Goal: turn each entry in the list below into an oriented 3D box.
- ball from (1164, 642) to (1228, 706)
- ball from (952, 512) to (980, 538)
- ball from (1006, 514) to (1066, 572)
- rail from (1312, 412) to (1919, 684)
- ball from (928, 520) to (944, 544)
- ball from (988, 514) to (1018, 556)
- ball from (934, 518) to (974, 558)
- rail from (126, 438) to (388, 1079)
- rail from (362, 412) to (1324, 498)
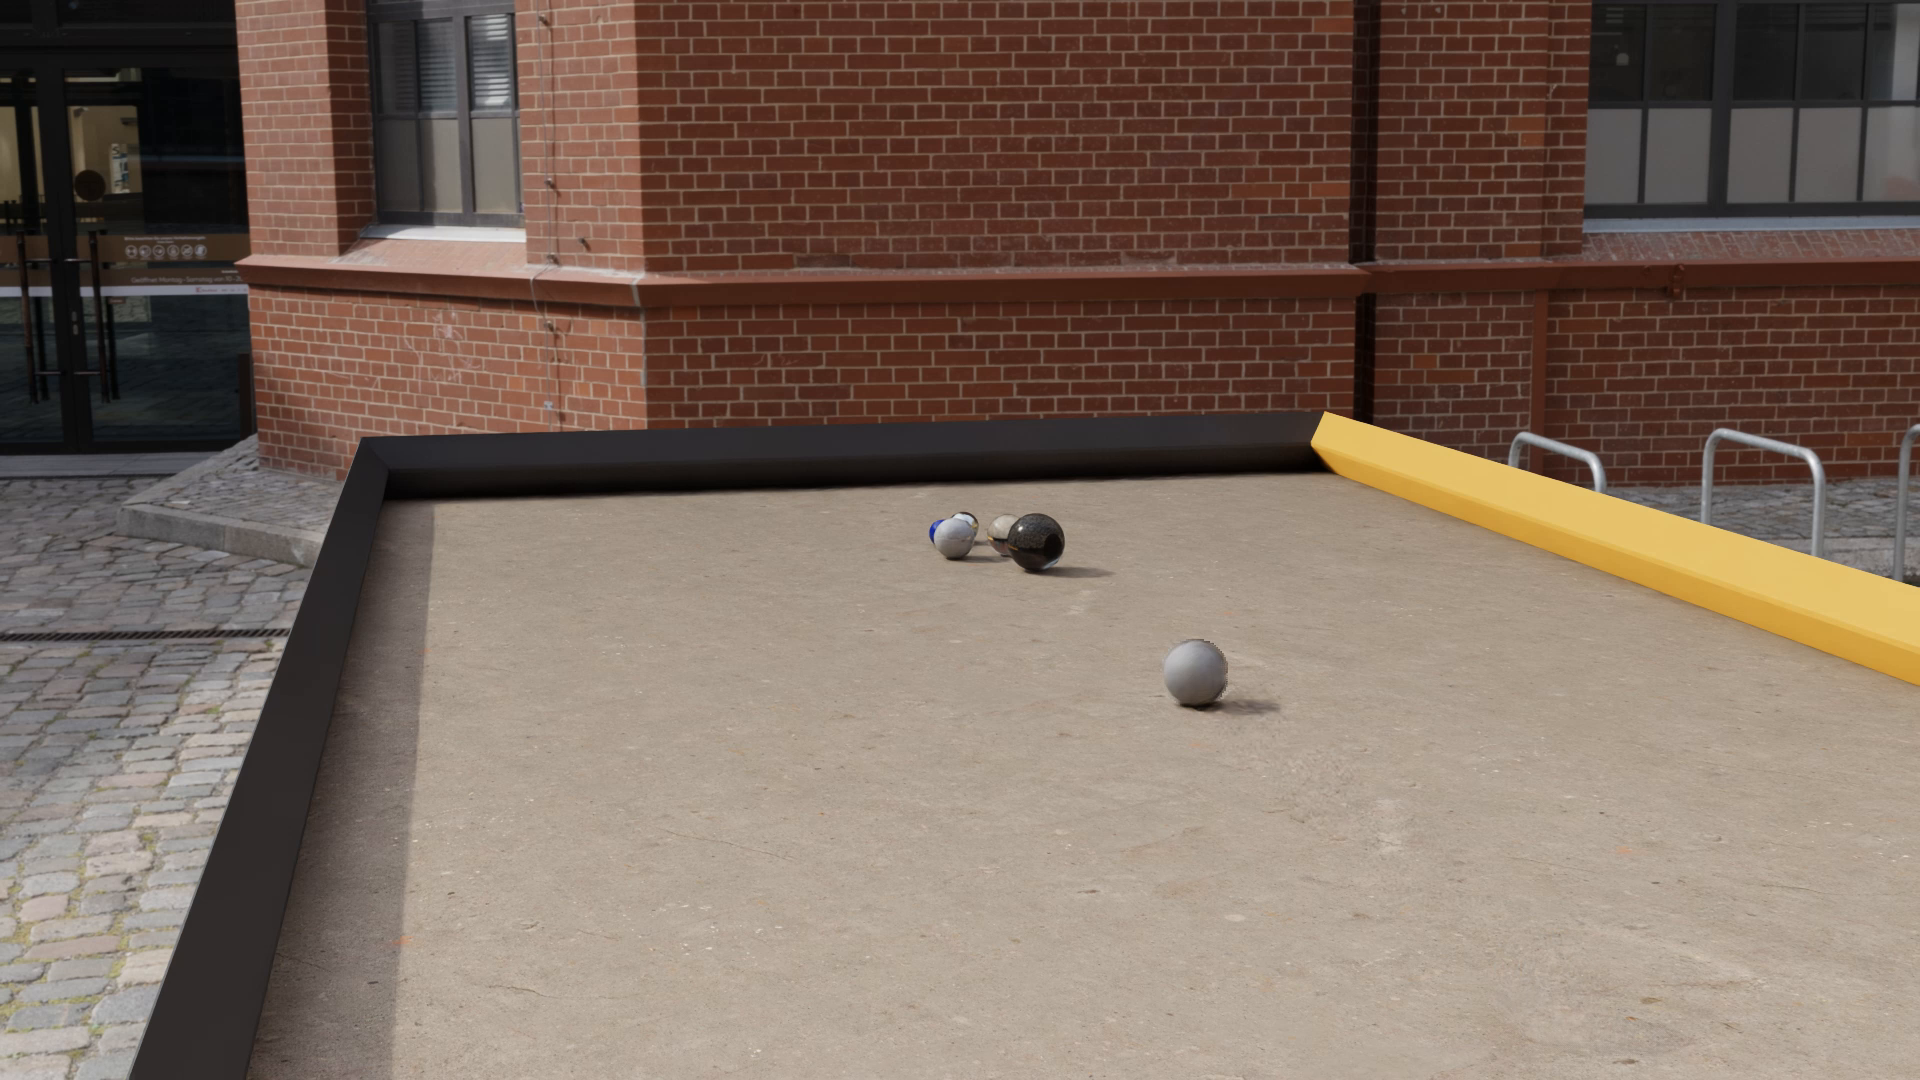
[{"bbox_3d":[0.250,0.142,2.342,0.068,0.068,0.068,0,10,0],"label":"ball"},{"bbox_3d":[0.005,-0.019,3.326,0.047,0.047,0.047,0,10,0],"label":"ball"},{"bbox_3d":[0.107,0.003,3.096,0.082,0.082,0.082,0,10,0],"label":"ball"},{"bbox_3d":[0.993,0.073,2.619,0.045,0.107,3.084,-2,10,-12],"label":"rail"},{"bbox_3d":[-0.026,-0.010,3.289,0.041,0.041,0.041,0,10,0],"label":"ball"},{"bbox_3d":[0.070,-0.008,3.224,0.060,0.060,0.060,0,10,0],"label":"ball"},{"bbox_3d":[-0.008,-0.003,3.194,0.060,0.060,0.060,0,10,0],"label":"ball"},{"bbox_3d":[-0.658,0.136,2.258,0.045,0.107,3.084,-2,10,-12],"label":"rail"},{"bbox_3d":[-0.162,-0.150,3.898,1.739,0.107,0.045,-2,10,-12],"label":"rail"}]
